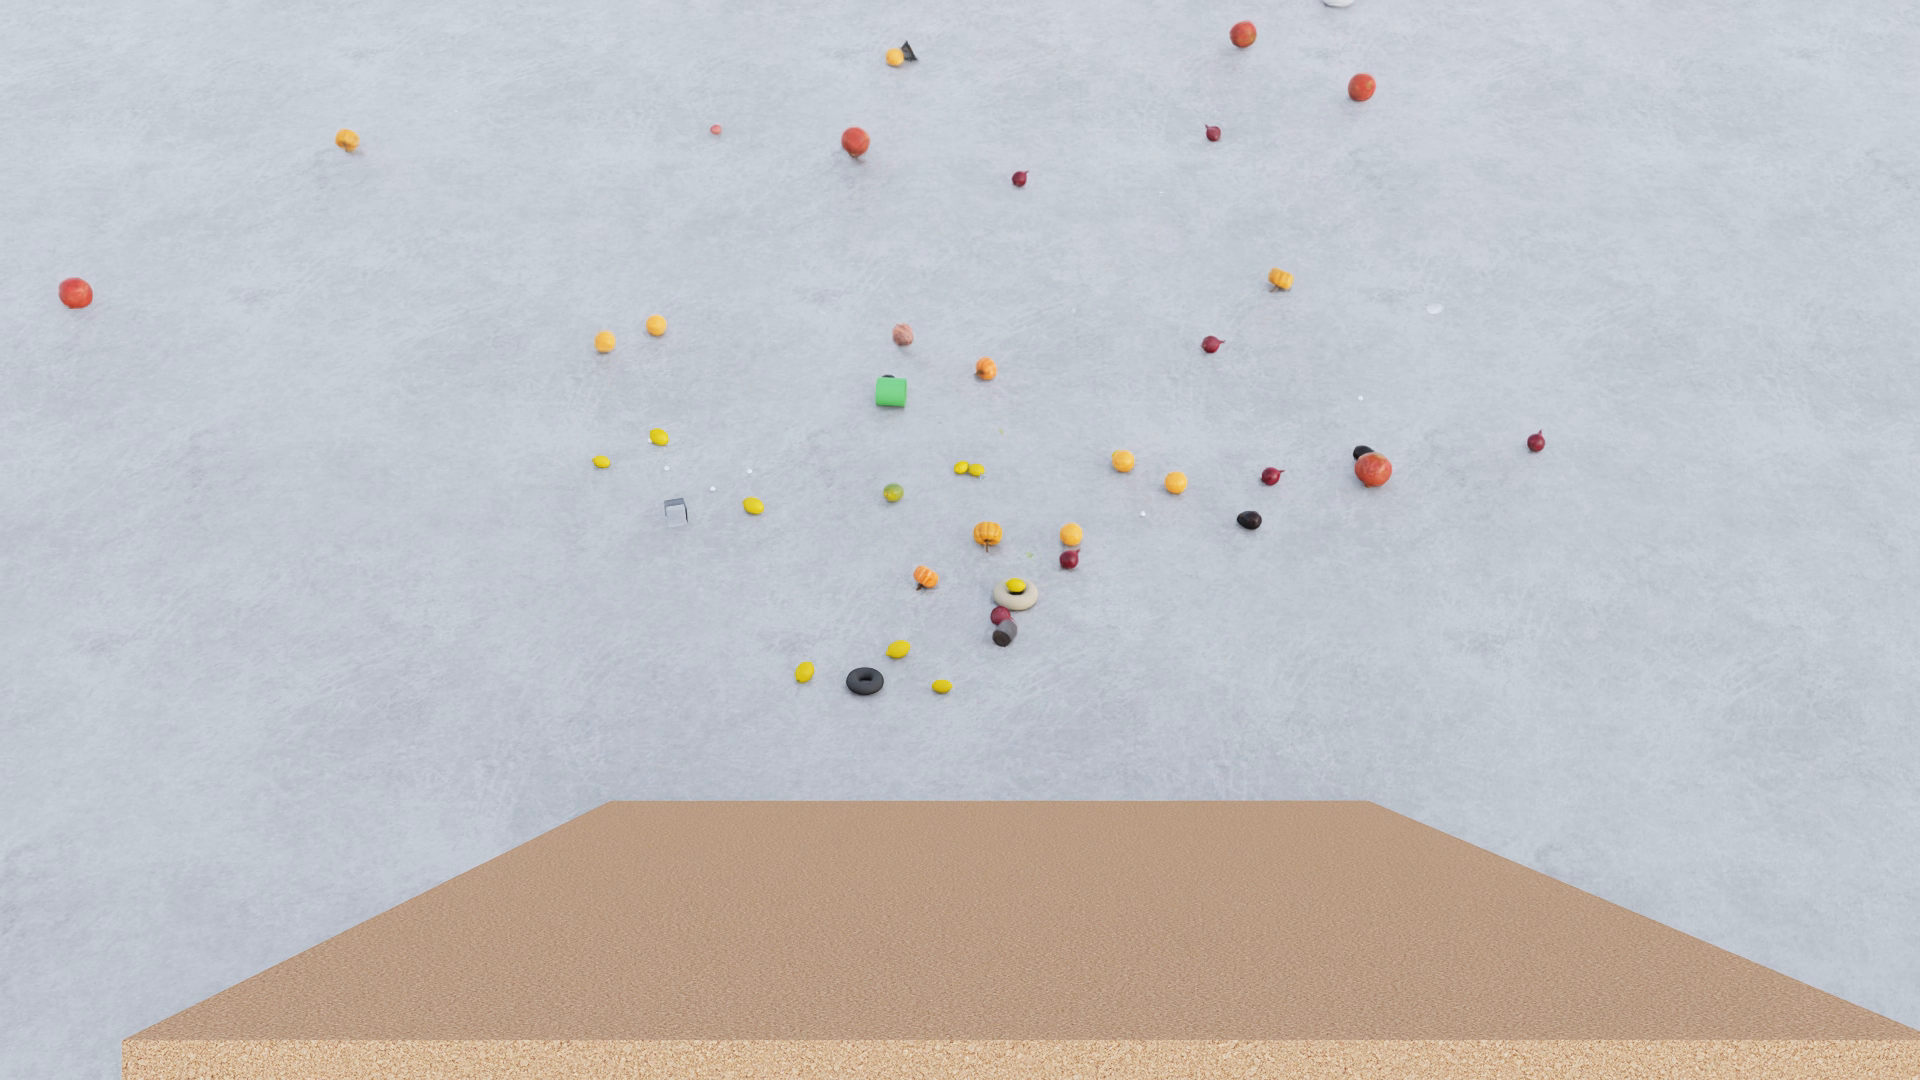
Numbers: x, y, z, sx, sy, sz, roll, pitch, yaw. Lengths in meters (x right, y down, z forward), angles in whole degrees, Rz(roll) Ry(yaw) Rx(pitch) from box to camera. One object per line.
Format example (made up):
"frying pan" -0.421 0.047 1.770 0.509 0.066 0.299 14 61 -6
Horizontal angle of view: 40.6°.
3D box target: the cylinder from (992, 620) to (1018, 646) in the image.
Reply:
"cylinder" 0.130 0.269 7.531 0.057 0.057 0.057 15 42 20

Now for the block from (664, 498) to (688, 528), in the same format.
"block" -0.878 -0.085 8.025 0.060 0.060 0.060 -10 37 -13

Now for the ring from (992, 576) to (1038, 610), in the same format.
"ring" 0.165 0.159 7.697 0.136 0.045 0.136 0 37 0

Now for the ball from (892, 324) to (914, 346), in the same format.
"ball" -0.193 -0.699 8.875 0.074 0.074 0.074 0 35 0

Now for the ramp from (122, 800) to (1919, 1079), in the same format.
"ramp" 0.078 0.669 4.855 2.000 0.100 4.000 0 -2 0

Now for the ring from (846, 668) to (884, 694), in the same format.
"ring" -0.269 0.400 7.366 0.108 0.036 0.108 1 34 -1

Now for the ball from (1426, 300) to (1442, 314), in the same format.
"ball" 1.652 -0.812 9.052 0.053 0.053 0.053 0 35 0

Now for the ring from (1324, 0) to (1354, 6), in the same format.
"ring" 1.632 -2.345 11.209 0.145 0.048 0.145 1 36 -1
